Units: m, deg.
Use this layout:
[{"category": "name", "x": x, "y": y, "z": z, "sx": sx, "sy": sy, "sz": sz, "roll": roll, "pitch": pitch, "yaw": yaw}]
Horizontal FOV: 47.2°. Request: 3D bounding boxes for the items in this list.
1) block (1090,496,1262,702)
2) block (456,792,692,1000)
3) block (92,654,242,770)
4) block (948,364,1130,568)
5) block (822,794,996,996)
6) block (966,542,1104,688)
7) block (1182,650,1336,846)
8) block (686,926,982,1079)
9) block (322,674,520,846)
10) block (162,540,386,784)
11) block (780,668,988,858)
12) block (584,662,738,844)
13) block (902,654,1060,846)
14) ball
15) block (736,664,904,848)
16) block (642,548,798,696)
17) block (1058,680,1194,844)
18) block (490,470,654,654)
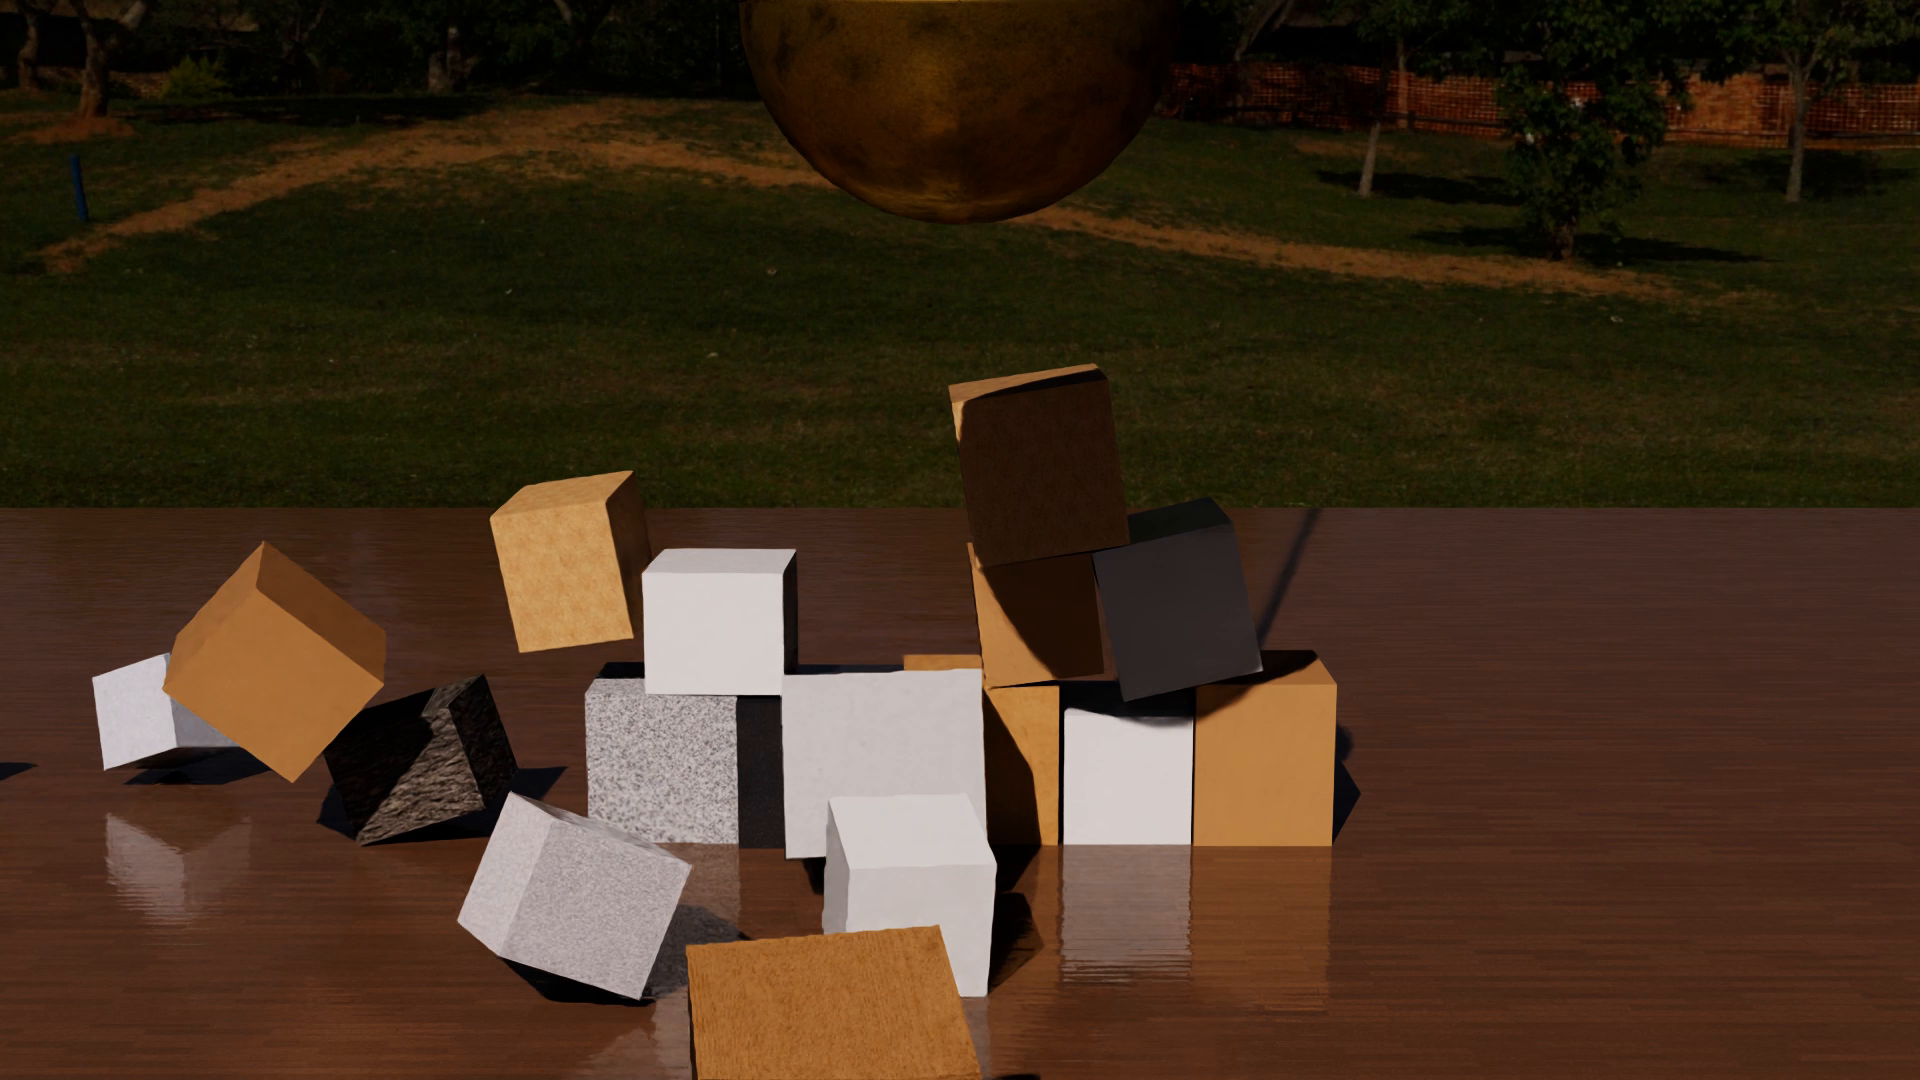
[{"category": "block", "x": 1.064, "y": 0.288, "z": 11.244, "sx": 0.709, "sy": 0.768, "sz": 0.805, "roll": -13, "pitch": 10, "yaw": 0}, {"category": "block", "x": -1.603, "y": 1.466, "z": 9.118, "sx": 0.635, "sy": 0.581, "sz": 0.612, "roll": 25, "pitch": -7, "yaw": -27}, {"category": "block", "x": -4.362, "y": 0.952, "z": 12.145, "sx": 0.560, "sy": 0.517, "sz": 0.502, "roll": -17, "pitch": -12, "yaw": 26}, {"category": "block", "x": 0.389, "y": -0.391, "z": 11.096, "sx": 0.766, "sy": 0.824, "sz": 0.775, "roll": -9, "pitch": 10, "yaw": 0}, {"category": "block", "x": -0.226, "y": 1.498, "z": 9.269, "sx": 0.606, "sy": 0.619, "sz": 0.631, "roll": 0, "pitch": 20, "yaw": -12}, {"category": "block", "x": 0.378, "y": 0.339, "z": 11.207, "sx": 0.593, "sy": 0.617, "sz": 0.671, "roll": -7, "pitch": 10, "yaw": -1}, {"category": "block", "x": 1.526, "y": 1.063, "z": 11.380, "sx": 0.697, "sy": 0.838, "sz": 0.756, "roll": 0, "pitch": 10, "yaw": 0}, {"category": "block", "x": -0.412, "y": 1.801, "z": 6.888, "sx": 0.819, "sy": 0.812, "sz": 0.797, "roll": -3, "pitch": 23, "yaw": -9}, {"category": "block", "x": -2.768, "y": 1.122, "z": 11.323, "sx": 0.691, "sy": 0.557, "sz": 0.667, "roll": -17, "pitch": 9, "yaw": 6}, {"category": "block", "x": -3.318, "y": 0.583, "z": 10.705, "sx": 0.758, "sy": 0.659, "sz": 0.717, "roll": 42, "pitch": 4, "yaw": -23}, {"category": "block", "x": -0.354, "y": 1.062, "z": 10.450, "sx": 0.919, "sy": 0.831, "sz": 0.786, "roll": -2, "pitch": -6, "yaw": -1}, {"category": "block", "x": -1.493, "y": 1.090, "z": 11.395, "sx": 0.761, "sy": 0.777, "sz": 0.693, "roll": 0, "pitch": 10, "yaw": 0}, {"category": "block", "x": 0.101, "y": 1.074, "z": 11.365, "sx": 0.789, "sy": 0.820, "sz": 0.700, "roll": 0, "pitch": 10, "yaw": 0}, {"category": "ball", "x": 0.000, "y": -1.944, "z": 7.942, "sx": 1.600, "sy": 1.600, "sz": 1.600, "roll": 0, "pitch": 10, "yaw": 0}, {"category": "block", "x": -0.702, "y": 1.106, "z": 11.374, "sx": 0.816, "sy": 0.754, "sz": 0.811, "roll": 0, "pitch": 10, "yaw": 0}, {"category": "block", "x": -1.212, "y": 0.410, "z": 11.239, "sx": 0.695, "sy": 0.618, "sz": 0.657, "roll": 0, "pitch": 10, "yaw": 2}, {"category": "block", "x": 0.844, "y": 1.143, "z": 11.407, "sx": 0.643, "sy": 0.670, "sz": 0.728, "roll": 0, "pitch": 10, "yaw": 0}, {"category": "block", "x": -1.950, "y": 0.102, "z": 11.234, "sx": 0.591, "sy": 0.712, "sz": 0.662, "roll": -8, "pitch": 14, "yaw": 7}]
